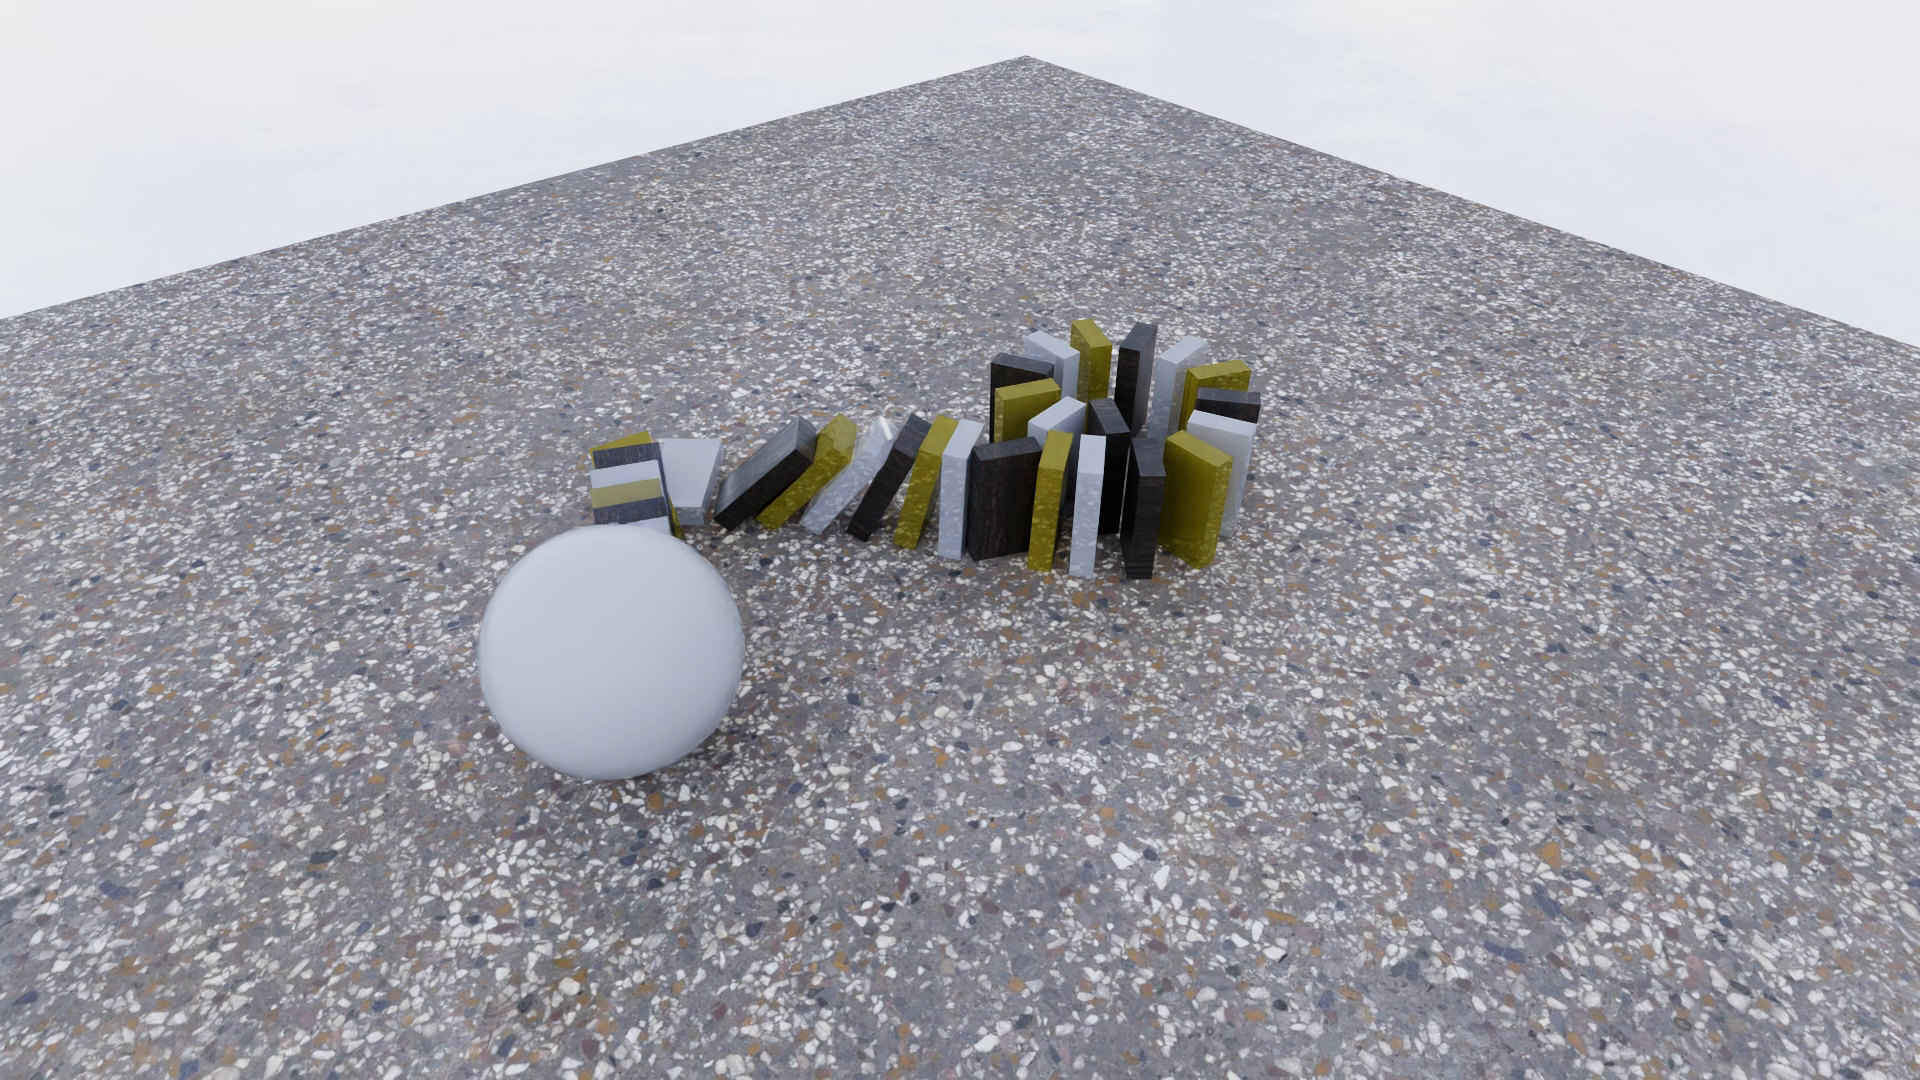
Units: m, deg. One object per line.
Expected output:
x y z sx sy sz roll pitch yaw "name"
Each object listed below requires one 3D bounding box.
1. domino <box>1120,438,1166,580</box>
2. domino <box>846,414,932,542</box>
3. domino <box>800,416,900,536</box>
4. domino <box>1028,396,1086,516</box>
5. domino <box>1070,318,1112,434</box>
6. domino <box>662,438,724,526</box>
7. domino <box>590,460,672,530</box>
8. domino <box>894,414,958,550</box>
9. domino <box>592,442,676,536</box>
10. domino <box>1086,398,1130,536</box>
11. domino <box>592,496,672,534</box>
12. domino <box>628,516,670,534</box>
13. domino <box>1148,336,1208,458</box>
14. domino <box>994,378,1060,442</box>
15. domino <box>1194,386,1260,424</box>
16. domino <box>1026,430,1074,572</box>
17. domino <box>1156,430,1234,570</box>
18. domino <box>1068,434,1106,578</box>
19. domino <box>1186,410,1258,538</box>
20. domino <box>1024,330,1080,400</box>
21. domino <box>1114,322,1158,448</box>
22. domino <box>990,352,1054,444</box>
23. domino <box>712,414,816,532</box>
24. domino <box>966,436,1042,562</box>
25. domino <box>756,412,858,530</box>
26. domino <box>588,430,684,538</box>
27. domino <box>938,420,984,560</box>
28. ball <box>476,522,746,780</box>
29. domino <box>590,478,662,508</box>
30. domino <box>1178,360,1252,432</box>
0.070 -0.012 0.426 0.009 0.050 0.025 0 39 0 "domino"
-0.029 -0.025 0.442 0.010 0.050 0.025 29 41 -7 "domino"
-0.045 -0.026 0.446 0.010 0.050 0.025 35 38 -15 "domino"
0.038 -0.031 0.449 0.009 0.050 0.025 30 48 31 "domino"
0.058 -0.072 0.499 0.010 0.050 0.025 -10 40 -12 "domino"
-0.119 -0.026 0.475 0.025 0.010 0.050 0 39 0 "domino"
-0.123 -0.004 0.420 0.025 0.050 0.009 -11 2 -13 "domino"
-0.013 -0.023 0.438 0.009 0.050 0.025 21 42 3 "domino"
-0.126 -0.011 0.429 0.025 0.050 0.009 -10 2 -11 "domino"
0.059 -0.030 0.448 0.010 0.050 0.025 -7 40 -8 "domino"
-0.116 0.011 0.402 0.025 0.050 0.009 -11 2 -13 "domino"
-0.113 0.018 0.393 0.025 0.050 0.009 -11 2 -13 "domino"
0.096 -0.063 0.488 0.010 0.050 0.025 29 47 30 "domino"
0.028 -0.042 0.463 0.025 0.050 0.010 -13 41 -15 "domino"
0.108 -0.039 0.459 0.025 0.050 0.009 7 40 8 "domino"
0.035 -0.015 0.429 0.009 0.050 0.025 10 40 8 "domino"
0.090 -0.015 0.430 0.009 0.050 0.025 -28 47 -30 "domino"
0.049 -0.013 0.427 0.010 0.050 0.025 5 40 6 "domino"
0.102 -0.026 0.443 0.025 0.050 0.010 16 42 19 "domino"
0.040 -0.065 0.491 0.009 0.050 0.025 -28 47 -29 "domino"
0.078 -0.070 0.497 0.009 0.050 0.025 17 42 19 "domino"
0.026 -0.055 0.479 0.025 0.050 0.010 15 42 18 "domino"
-0.080 -0.027 0.452 0.050 0.009 0.025 -36 33 24 "domino"
0.017 -0.015 0.430 0.025 0.050 0.009 -10 43 -15 "domino"
-0.063 -0.028 0.451 0.010 0.050 0.025 37 31 -25 "domino"
-0.133 -0.019 0.450 0.025 0.010 0.050 -20 62 -11 "domino"
0.000 -0.019 0.435 0.010 0.050 0.025 13 41 11 "domino"
-0.108 0.035 0.346 0.080 0.080 0.080 0 39 0 "ball"
-0.120 0.004 0.411 0.025 0.050 0.009 -11 2 -13 "domino"
0.108 -0.052 0.475 0.025 0.050 0.010 -12 41 -14 "domino"
